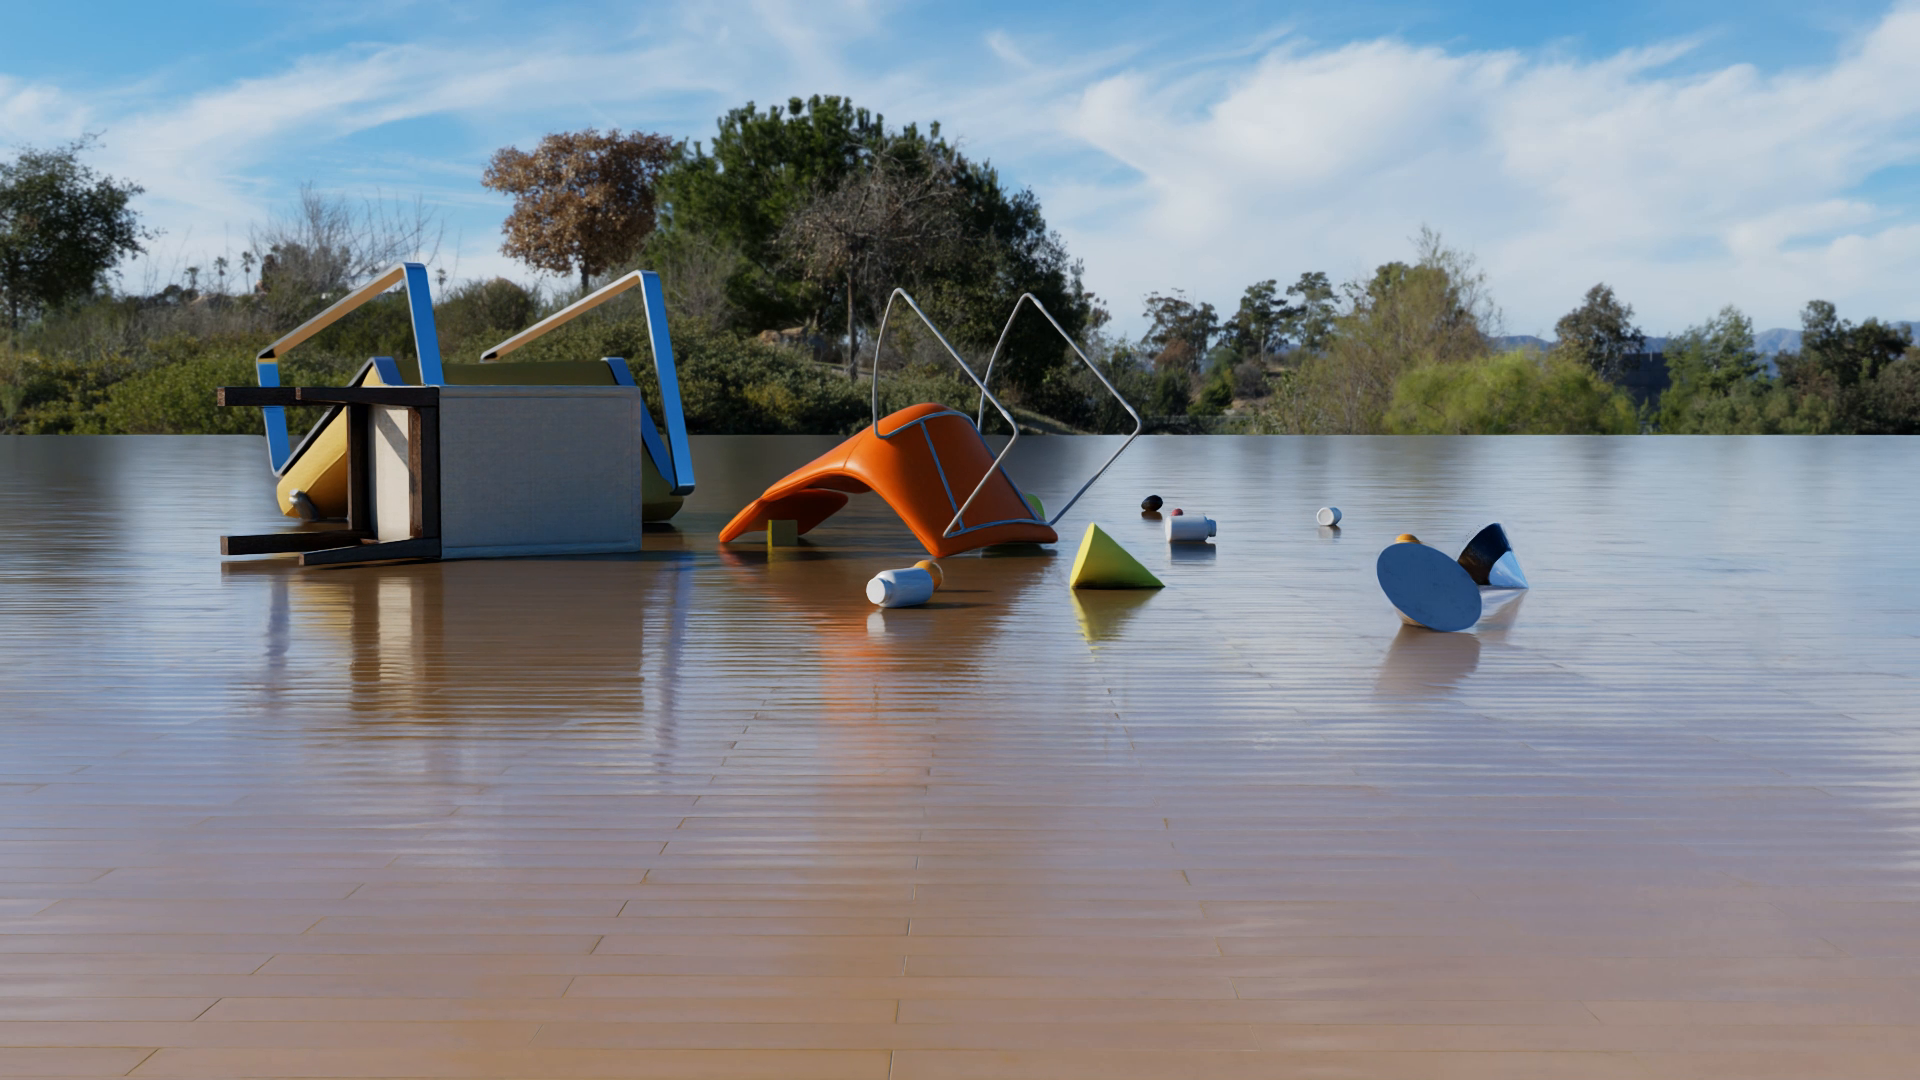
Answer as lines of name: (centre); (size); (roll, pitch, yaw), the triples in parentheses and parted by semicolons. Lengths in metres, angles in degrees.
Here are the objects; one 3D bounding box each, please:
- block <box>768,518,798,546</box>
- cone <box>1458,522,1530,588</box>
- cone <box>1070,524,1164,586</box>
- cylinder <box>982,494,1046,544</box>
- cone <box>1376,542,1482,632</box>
block: (-0.509, -0.021, 6.307); (0.075, 0.074, 0.063); (-1, 4, -15)
cone: (1.232, 0.070, 4.986); (0.145, 0.168, 0.198); (38, 32, 29)
cone: (0.373, 0.070, 5.002); (0.205, 0.144, 0.164); (21, 46, -4)
cylinder: (0.155, -0.061, 6.407); (0.136, 0.147, 0.129); (-2, -31, -31)
cone: (0.864, 0.124, 4.171); (0.218, 0.115, 0.212); (25, 45, -1)
